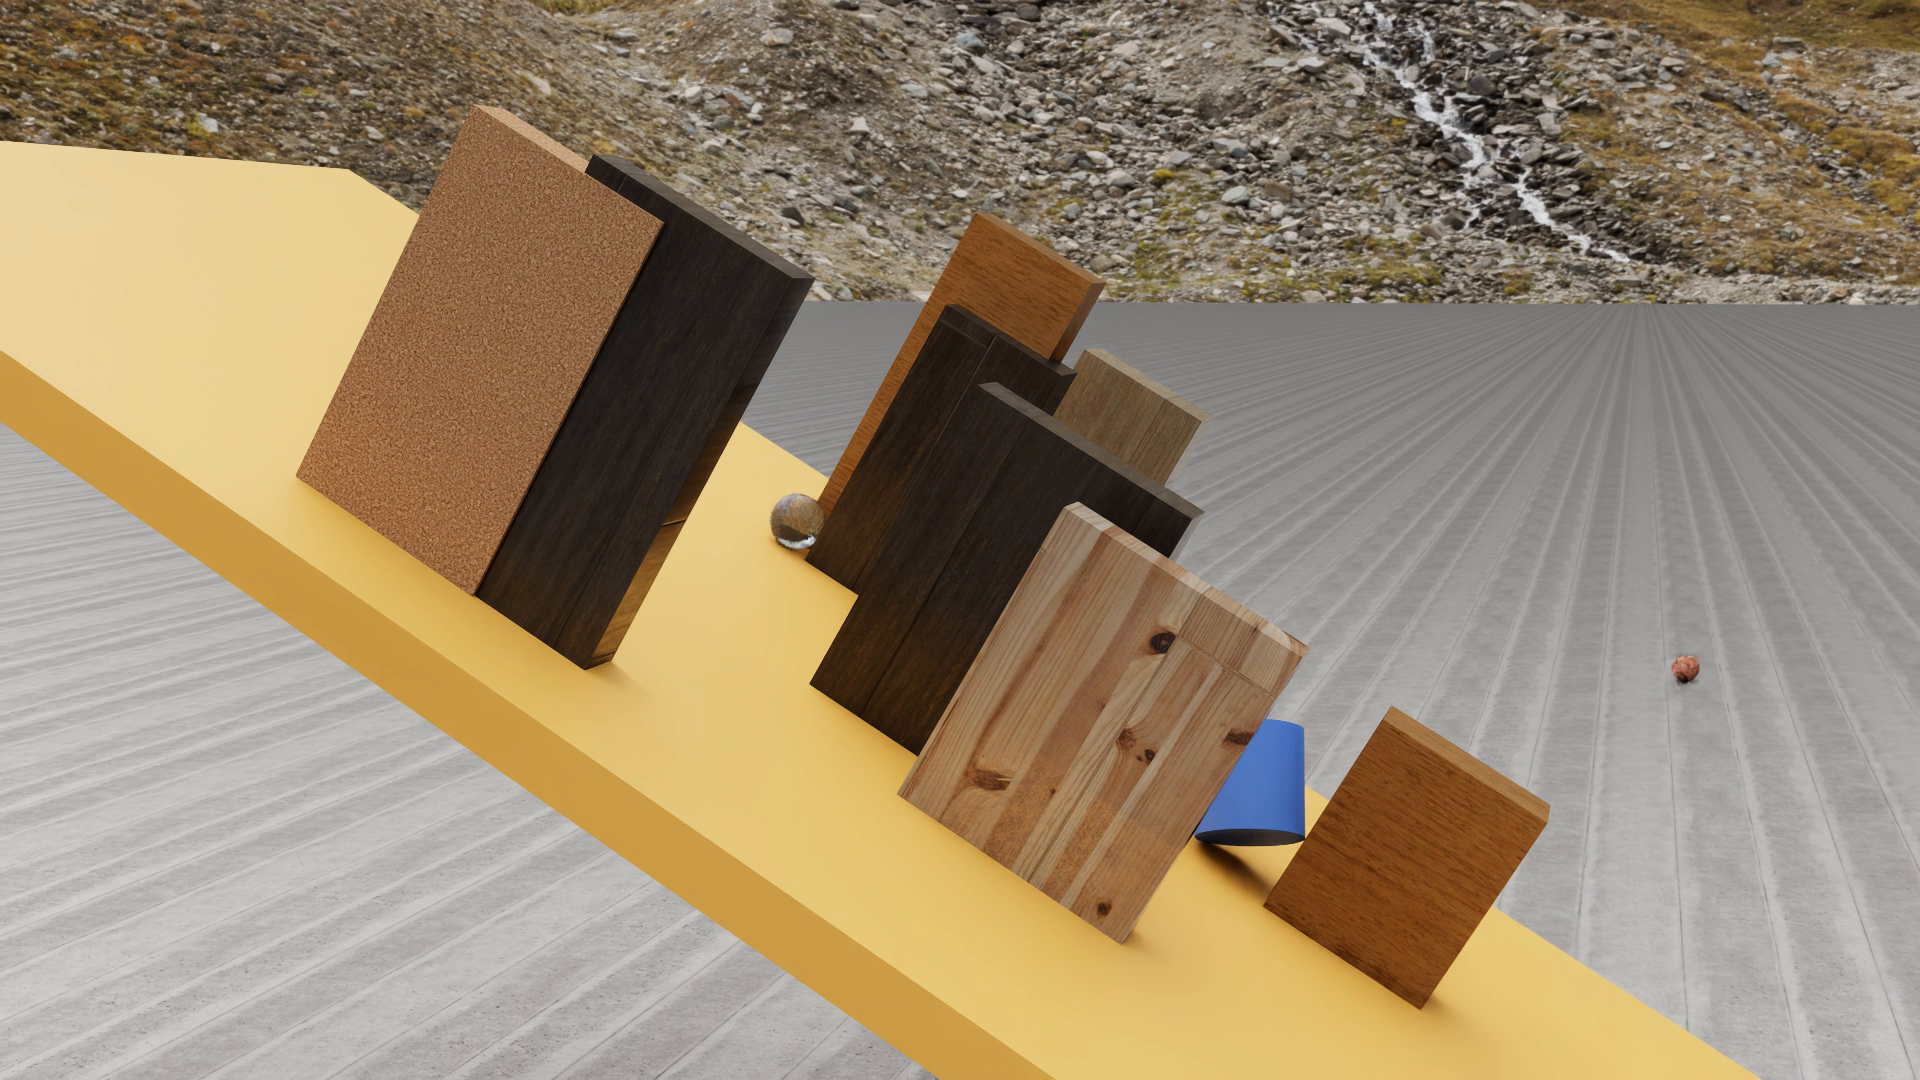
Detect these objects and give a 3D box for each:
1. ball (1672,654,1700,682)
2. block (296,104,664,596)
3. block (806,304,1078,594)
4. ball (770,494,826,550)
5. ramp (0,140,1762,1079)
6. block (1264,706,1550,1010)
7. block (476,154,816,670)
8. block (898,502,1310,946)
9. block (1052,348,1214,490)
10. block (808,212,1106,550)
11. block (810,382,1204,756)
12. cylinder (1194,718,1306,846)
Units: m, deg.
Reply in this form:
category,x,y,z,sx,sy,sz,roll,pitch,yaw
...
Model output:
category,x,y,z,sx,sy,sz,roll,pitch,yaw
ball,3.314,0.584,10.040,0.121,0.121,0.121,0,7,0
block,-0.748,-0.296,3.481,0.365,0.675,0.097,33,15,11
block,-0.041,-0.148,4.479,0.275,0.607,0.132,33,15,11
ball,-0.335,-0.038,4.530,0.115,0.115,0.115,0,7,0
ramp,-0.181,0.298,4.126,4.000,0.100,2.000,33,15,11
block,0.821,0.582,4.052,0.338,0.422,0.141,33,15,11
block,-0.559,-0.197,3.444,0.374,0.708,0.097,33,15,11
block,0.227,0.297,3.583,0.444,0.565,0.093,33,15,11
block,0.268,-0.086,4.868,0.300,0.607,0.148,33,15,11
block,-0.023,-0.261,4.542,0.278,0.783,0.127,33,15,11
block,0.077,0.104,3.836,0.433,0.618,0.117,33,15,11
cylinder,0.552,0.464,4.190,0.208,0.208,0.208,2,-17,1
